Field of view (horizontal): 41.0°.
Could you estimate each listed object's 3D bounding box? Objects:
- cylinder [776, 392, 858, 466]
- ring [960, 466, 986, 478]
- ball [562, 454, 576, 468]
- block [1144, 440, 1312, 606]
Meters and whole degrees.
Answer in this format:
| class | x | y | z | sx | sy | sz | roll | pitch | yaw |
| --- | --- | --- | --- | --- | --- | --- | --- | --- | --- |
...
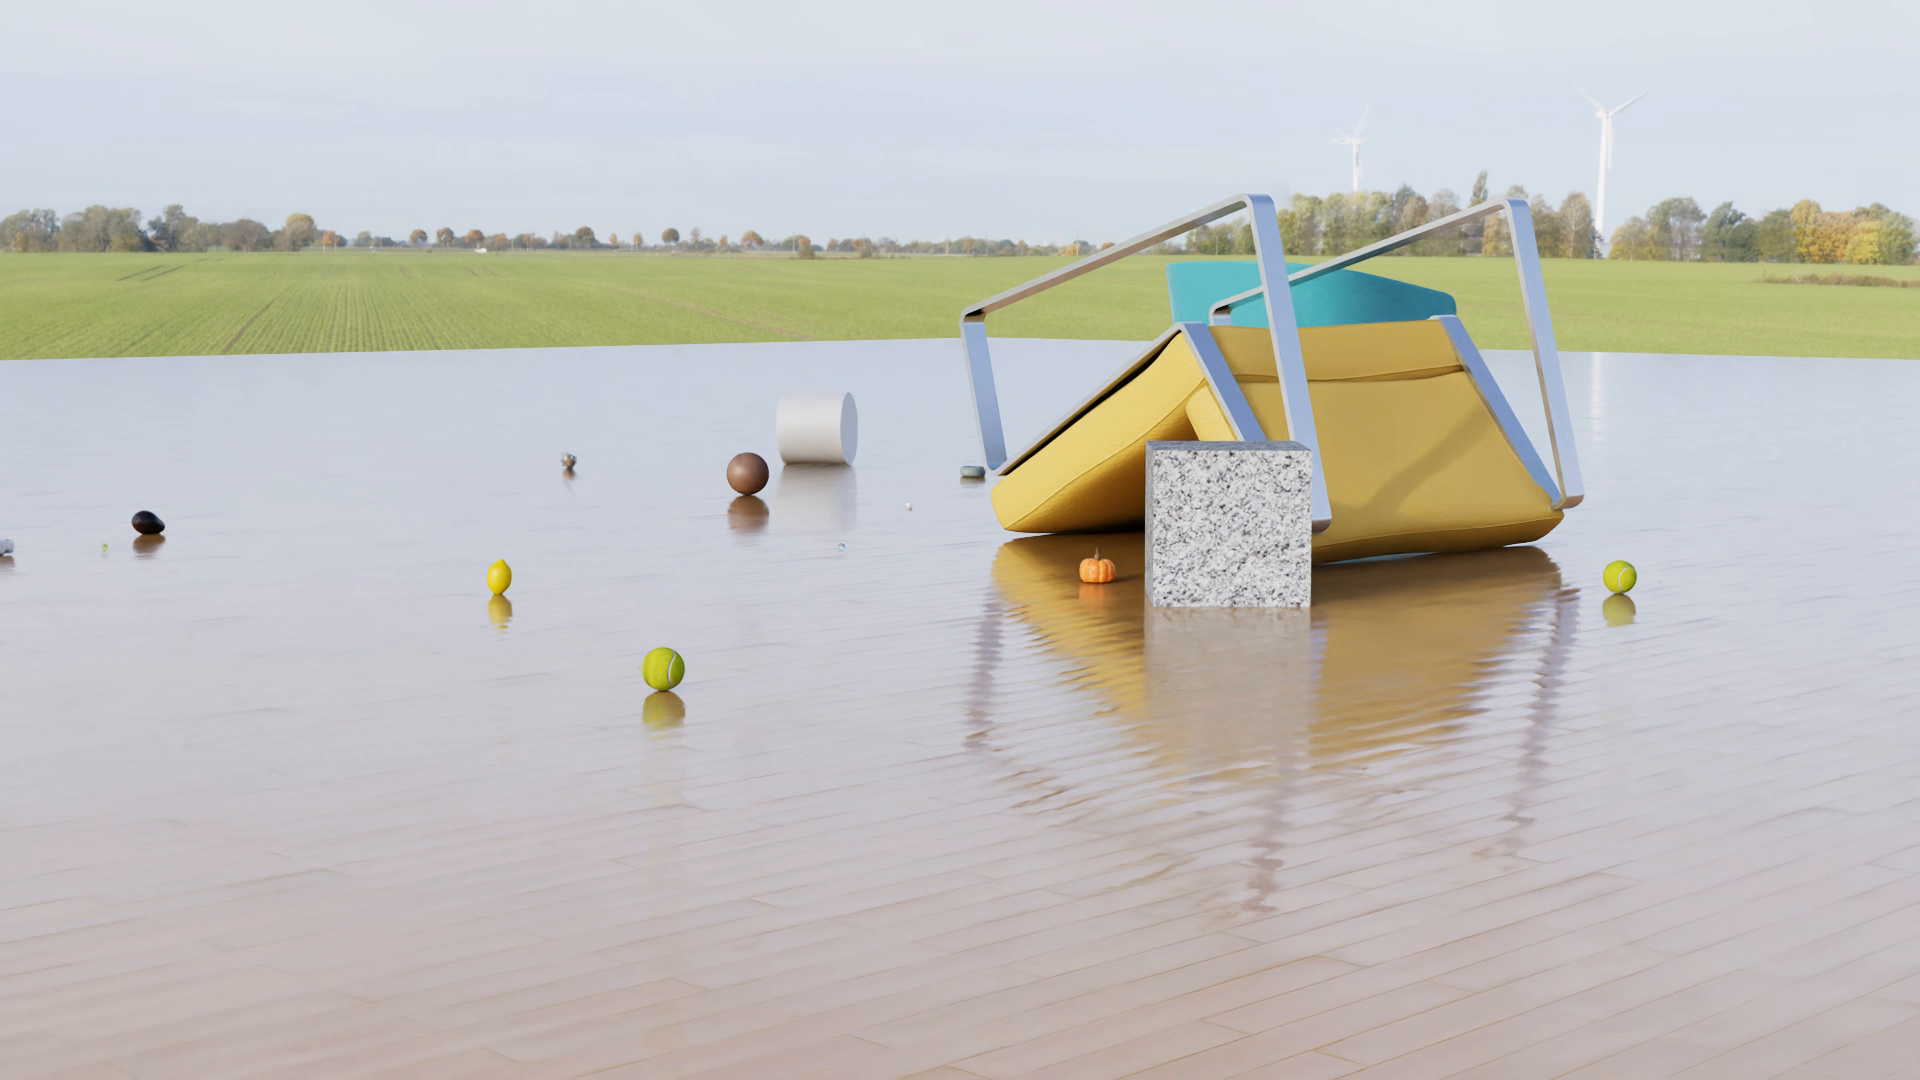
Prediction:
| class | x | y | z | sx | sy | sz | roll | pitch | yaw |
| --- | --- | --- | --- | --- | --- | --- | --- | --- | --- |
| cylinder | -0.496 | -0.389 | 8.945 | 0.227 | 0.247 | 0.271 | 1 | -26 | 11 |
| ring | 0.043 | -0.226 | 8.451 | 0.087 | 0.033 | 0.115 | 1 | 5 | 6 |
| ball | -1.343 | -0.273 | 8.807 | 0.052 | 0.052 | 0.052 | 0 | 6 | 0 |
| block | 0.546 | -0.038 | 5.264 | 0.314 | 0.311 | 0.310 | 0 | 6 | 1 |
